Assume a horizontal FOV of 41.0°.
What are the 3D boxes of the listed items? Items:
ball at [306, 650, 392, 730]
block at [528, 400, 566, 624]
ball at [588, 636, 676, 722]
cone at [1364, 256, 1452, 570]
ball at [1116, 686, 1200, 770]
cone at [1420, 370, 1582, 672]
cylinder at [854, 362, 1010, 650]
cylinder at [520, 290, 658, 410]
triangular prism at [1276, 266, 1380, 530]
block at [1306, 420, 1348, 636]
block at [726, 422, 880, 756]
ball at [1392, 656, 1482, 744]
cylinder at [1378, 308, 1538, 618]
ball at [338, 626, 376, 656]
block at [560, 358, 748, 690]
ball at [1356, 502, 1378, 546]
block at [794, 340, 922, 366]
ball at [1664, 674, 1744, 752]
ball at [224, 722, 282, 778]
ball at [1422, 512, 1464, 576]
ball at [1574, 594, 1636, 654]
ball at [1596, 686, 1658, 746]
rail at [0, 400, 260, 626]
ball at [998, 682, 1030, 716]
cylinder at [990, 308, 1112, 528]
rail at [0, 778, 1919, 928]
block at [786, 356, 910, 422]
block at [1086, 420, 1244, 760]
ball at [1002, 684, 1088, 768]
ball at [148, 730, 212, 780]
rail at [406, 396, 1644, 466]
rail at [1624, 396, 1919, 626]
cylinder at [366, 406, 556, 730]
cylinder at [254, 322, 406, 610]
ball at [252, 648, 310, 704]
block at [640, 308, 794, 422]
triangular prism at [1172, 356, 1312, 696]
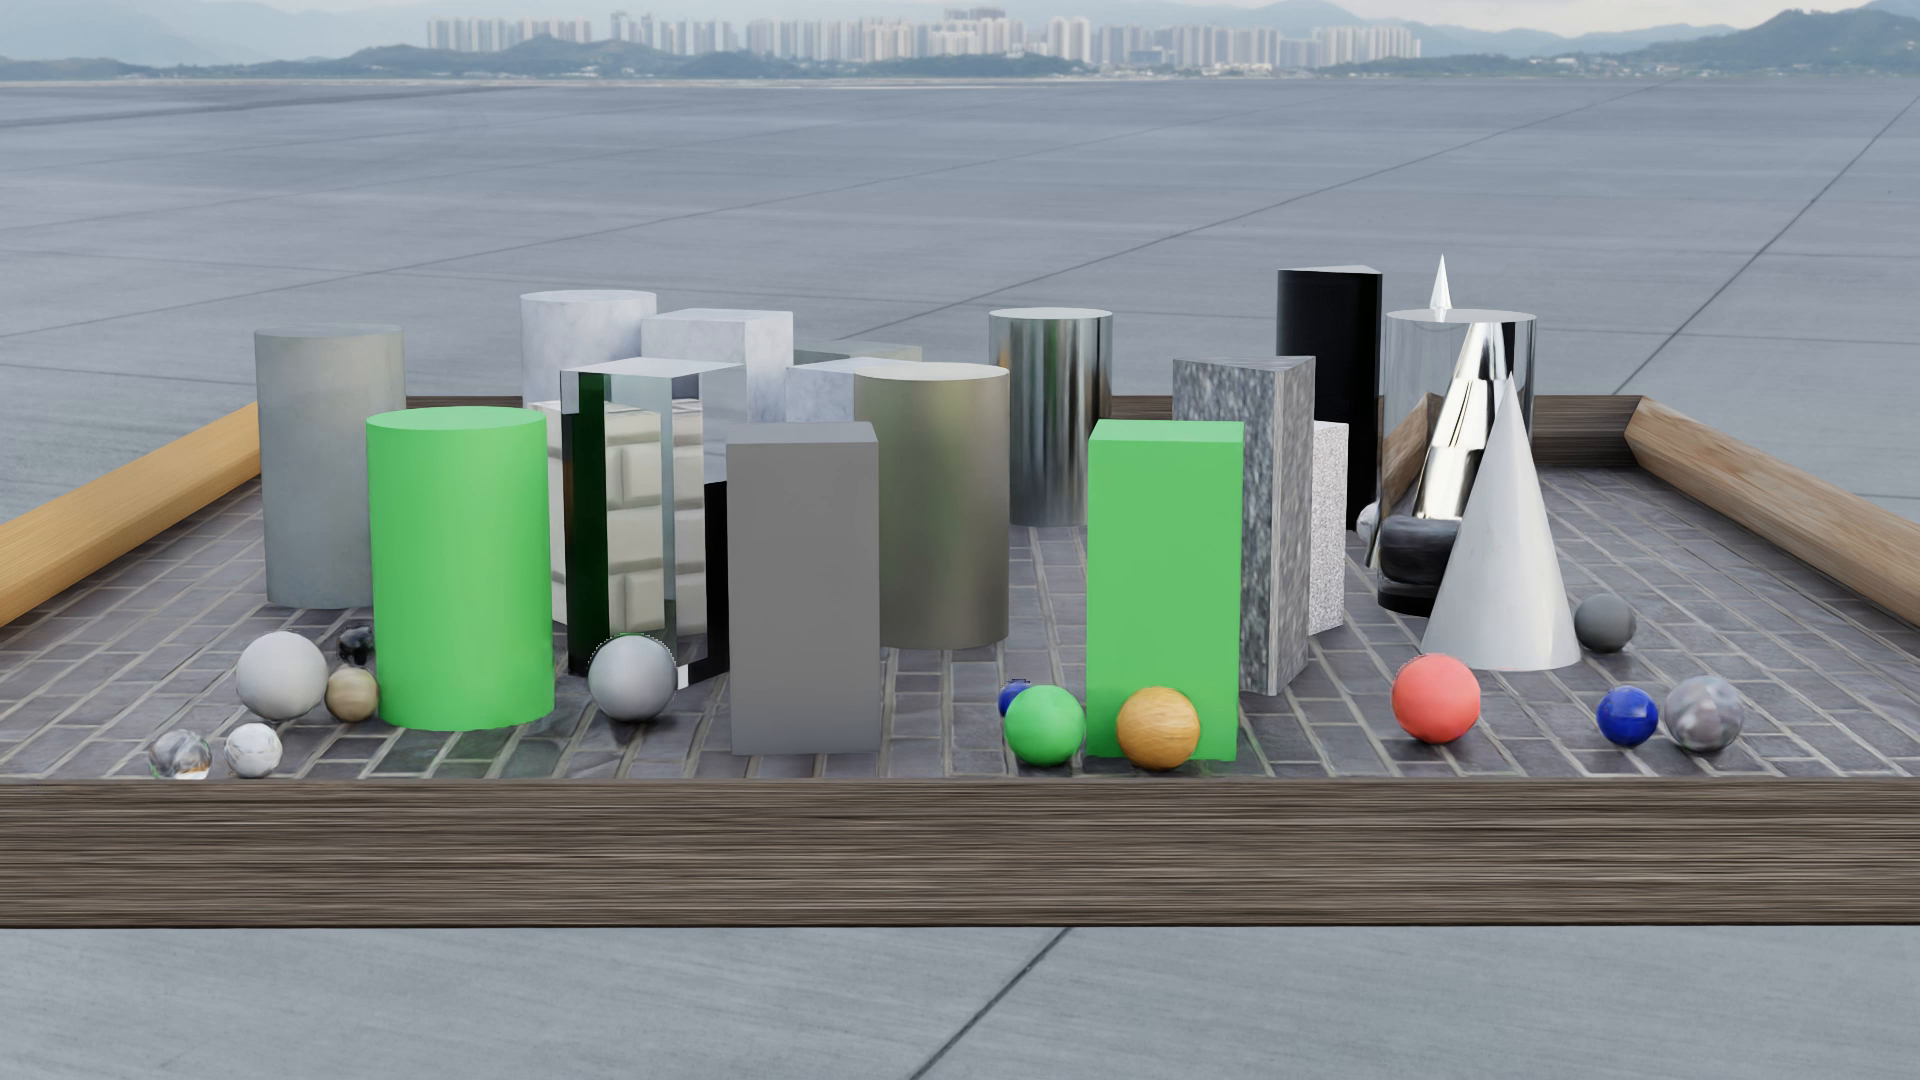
[{"bbox_3d":[-0.683,0.174,2.881,0.099,0.099,0.099,0,10,0],"label":"ball"},{"bbox_3d":[-0.464,-0.039,3.420,0.160,0.285,0.160,-7,13,-35],"label":"block"},{"bbox_3d":[-0.368,0.156,2.879,0.098,0.098,0.098,0,10,0],"label":"ball"},{"bbox_3d":[0.698,-0.189,3.751,0.200,0.459,0.200,0,10,0],"label":"cone"},{"bbox_3d":[0.207,0.197,2.682,0.087,0.087,0.087,0,10,0],"label":"ball"},{"bbox_3d":[0.679,-0.034,3.193,0.200,0.357,0.200,0,10,0],"label":"cone"},{"bbox_3d":[-0.036,-0.047,3.307,0.200,0.342,0.200,0,10,0],"label":"cylinder"},{"bbox_3d":[-0.544,-0.164,3.793,0.200,0.395,0.200,0,10,0],"label":"cylinder"},{"bbox_3d":[0.615,-0.233,4.131,0.173,0.408,0.150,6,12,29],"label":"triangular prism"},{"bbox_3d":[0.393,-0.018,3.352,0.160,0.267,0.160,8,13,38],"label":"block"},{"bbox_3d":[-0.172,0.049,2.800,0.160,0.337,0.160,-1,11,-5],"label":"block"},{"bbox_3d":[0.518,0.173,2.790,0.096,0.096,0.096,0,10,0],"label":"ball"},{"bbox_3d":[0.673,-0.107,3.481,0.200,0.396,0.200,0,10,0],"label":"cylinder"},{"bbox_3d":[-0.737,0.131,3.145,0.051,0.051,0.051,0,10,0],"label":"ball"},{"bbox_3d":[-0.366,-0.025,3.105,0.160,0.371,0.160,6,12,28],"label":"block"},{"bbox_3d":[0.640,-0.021,3.901,0.073,0.073,0.073,0,10,0],"label":"ball"},{"bbox_3d":[-0.171,-0.148,3.962,0.160,0.302,0.160,9,14,40],"label":"block"},{"bbox_3d":[0.799,0.186,2.755,0.083,0.083,0.083,0,10,0],"label":"ball"},{"bbox_3d":[-0.732,0.218,2.656,0.057,0.057,0.057,0,10,0],"label":"ball"},{"bbox_3d":[0.707,0.008,3.648,0.096,0.096,0.096,0,10,0],"label":"ball"},{"bbox_3d":[0.809,0.104,3.219,0.076,0.076,0.076,0,10,0],"label":"ball"},{"bbox_3d":[0.723,0.191,2.779,0.066,0.066,0.066,0,10,0],"label":"ball"},{"bbox_3d":[-1.240,0.035,3.442,0.045,0.130,2.570,0,10,0],"label":"rail"},{"bbox_3d":[0.066,0.182,2.875,0.047,0.047,0.047,0,10,0],"label":"ball"},{"bbox_3d":[0.147,-0.202,4.170,0.200,0.333,0.200,0,10,0],"label":"cylinder"},{"bbox_3d":[0.007,0.263,2.208,2.527,0.130,0.045,0,10,0],"label":"rail"},{"bbox_3d":[-0.125,-0.079,3.531,0.160,0.323,0.160,8,13,38],"label":"block"},{"bbox_3d":[0.223,0.050,2.780,0.160,0.341,0.160,1,11,7],"label":"block"},{"bbox_3d":[0.089,0.195,2.698,0.089,0.089,0.089,0,10,0],"label":"ball"},{"bbox_3d":[-0.793,0.224,2.611,0.062,0.062,0.062,0,10,0],"label":"ball"},{"bbox_3d":[-0.007,-0.196,4.689,2.527,0.130,0.045,0,10,0],"label":"rail"},{"bbox_3d":[1.240,0.032,3.456,0.045,0.130,2.570,0,10,0],"label":"rail"},{"bbox_3d":[-0.565,0.028,2.913,0.200,0.337,0.200,0,10,0],"label":"cylinder"},{"bbox_3d":[-0.864,-0.106,3.549,0.200,0.370,0.200,0,10,0],"label":"cylinder"},{"bbox_3d":[-0.752,0.151,2.844,0.062,0.062,0.062,0,10,0],"label":"ball"},{"bbox_3d":[-0.341,-0.130,3.649,0.160,0.381,0.160,4,11,20],"label":"block"},{"bbox_3d":[0.368,-0.026,3.083,0.150,0.381,0.173,-9,14,-39],"label":"triangular prism"}]
